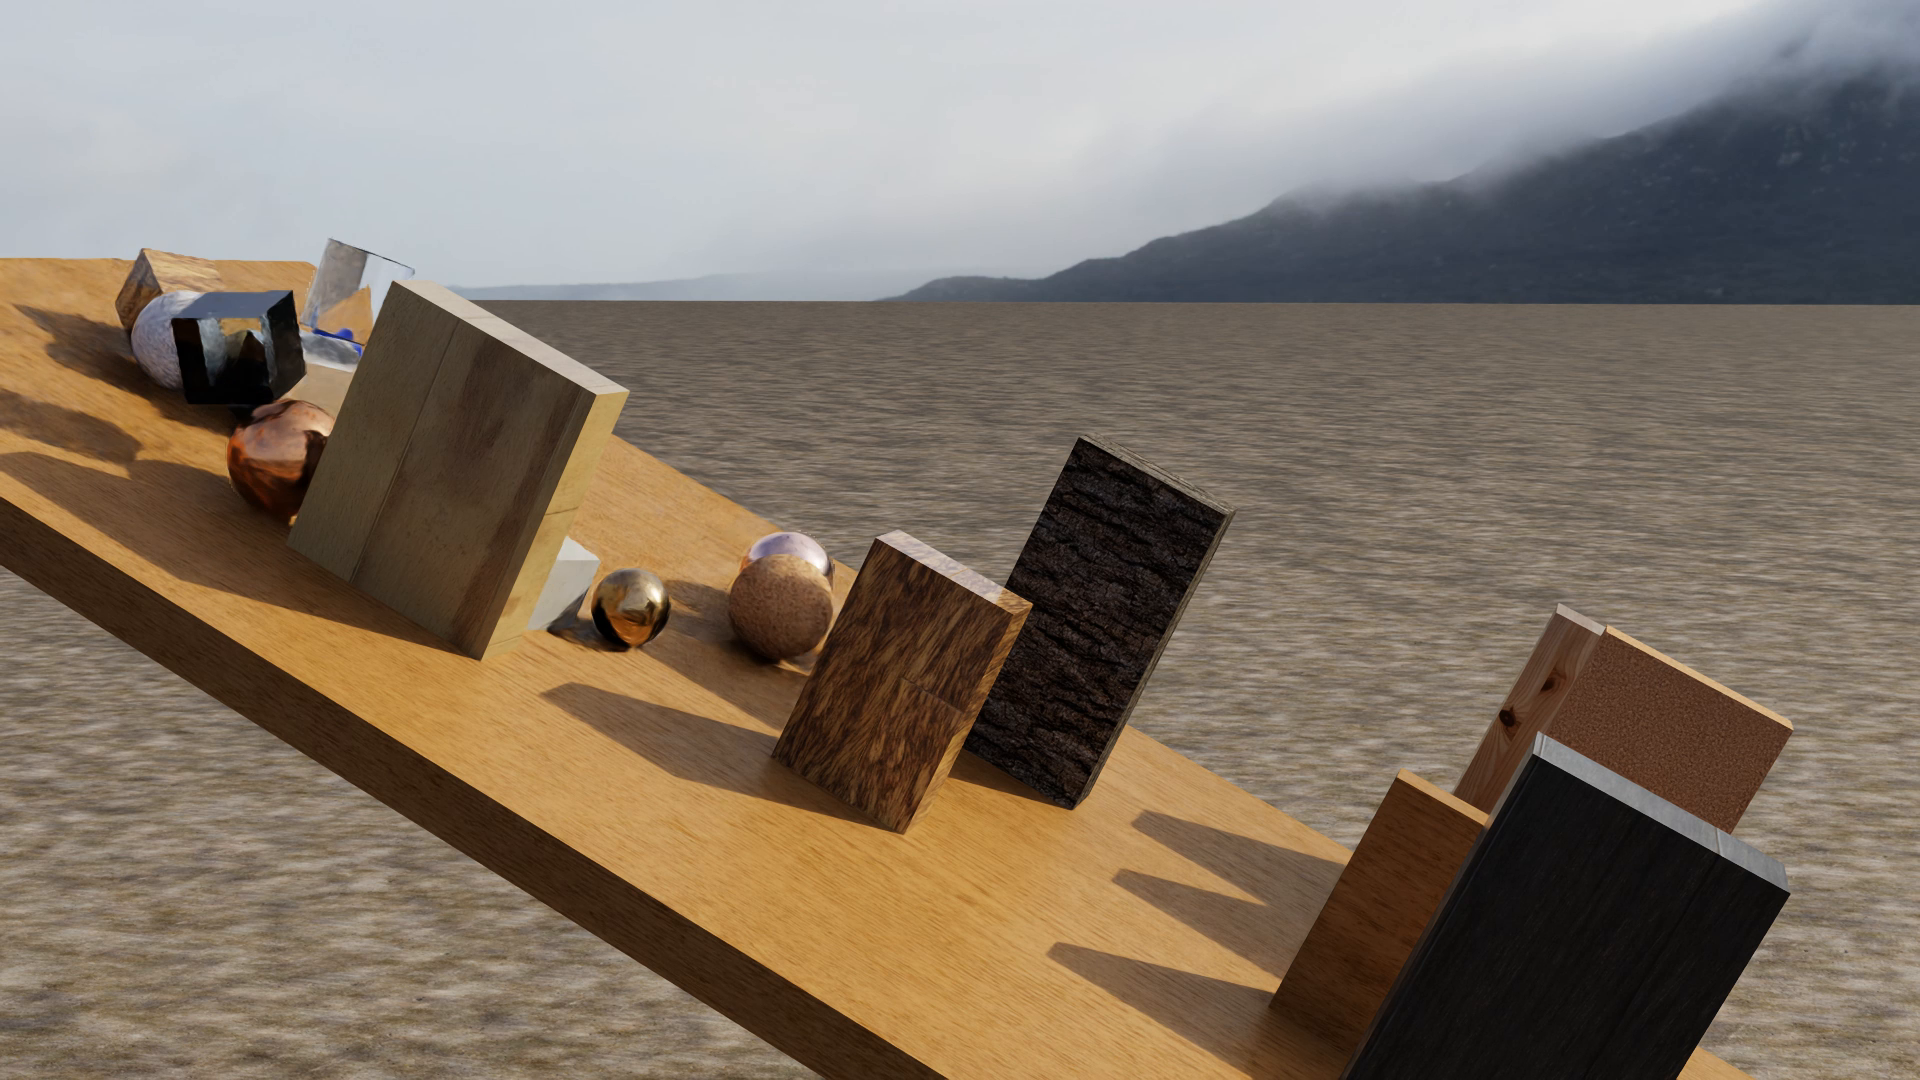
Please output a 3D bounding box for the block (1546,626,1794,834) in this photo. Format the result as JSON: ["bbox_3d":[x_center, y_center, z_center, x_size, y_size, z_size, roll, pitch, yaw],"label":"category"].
[{"bbox_3d":[1.264,0.598,4.339,0.387,0.766,0.093,29,14,12],"label":"block"}]

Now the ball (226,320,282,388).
[{"bbox_3d":[-1.384,-0.356,4.367,0.160,0.160,0.160,0,7,0],"label":"ball"}]

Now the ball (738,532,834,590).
[{"bbox_3d":[-0.358,0.080,4.530,0.197,0.197,0.197,0,7,0],"label":"ball"}]

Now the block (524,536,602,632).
[{"bbox_3d":[-0.768,0.064,3.962,0.143,0.143,0.143,33,15,25],"label":"block"}]

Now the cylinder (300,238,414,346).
[{"bbox_3d":[-1.169,-0.473,4.265,0.172,0.172,0.172,20,1,0],"label":"cylinder"}]

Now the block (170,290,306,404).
[{"bbox_3d":[-1.262,-0.338,3.857,0.156,0.156,0.156,0,23,6],"label":"block"}]

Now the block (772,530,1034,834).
[{"bbox_3d":[-0.103,0.247,3.854,0.276,0.443,0.125,29,14,12],"label":"block"}]

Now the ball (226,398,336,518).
[{"bbox_3d":[-1.177,-0.144,3.856,0.208,0.208,0.208,0,7,0],"label":"ball"}]

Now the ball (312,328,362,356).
[{"bbox_3d":[-1.337,-0.399,4.687,0.124,0.124,0.124,0,7,0],"label":"ball"}]

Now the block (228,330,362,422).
[{"bbox_3d":[-1.269,-0.285,4.257,0.186,0.186,0.186,12,19,-44],"label":"block"}]

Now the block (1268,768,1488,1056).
[{"bbox_3d":[0.836,0.707,3.780,0.432,0.475,0.080,29,14,12],"label":"block"}]

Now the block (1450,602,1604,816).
[{"bbox_3d":[1.264,0.539,4.674,0.368,0.710,0.143,29,14,12],"label":"block"}]

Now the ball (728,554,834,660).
[{"bbox_3d":[-0.352,0.131,4.331,0.208,0.208,0.208,0,7,0],"label":"ball"}]

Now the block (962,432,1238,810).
[{"bbox_3d":[0.245,0.159,4.340,0.320,0.663,0.139,29,14,12],"label":"block"}]

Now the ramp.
[{"bbox_3d":[-0.242,0.407,4.158,4.000,0.100,2.000,29,14,12],"label":"ramp"}]

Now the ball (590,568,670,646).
[{"bbox_3d":[-0.605,0.123,4.038,0.145,0.145,0.145,0,7,0],"label":"ball"}]

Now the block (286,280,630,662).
[{"bbox_3d":[-0.855,-0.121,3.730,0.414,0.503,0.123,29,14,12],"label":"block"}]

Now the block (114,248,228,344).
[{"bbox_3d":[-1.555,-0.463,4.352,0.148,0.148,0.148,6,39,-46],"label":"block"}]

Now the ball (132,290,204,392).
[{"bbox_3d":[-1.481,-0.380,4.207,0.195,0.195,0.195,0,7,0],"label":"ball"}]

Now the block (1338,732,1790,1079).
[{"bbox_3d":[0.737,0.699,2.948,0.354,0.800,0.146,29,14,12],"label":"block"}]
